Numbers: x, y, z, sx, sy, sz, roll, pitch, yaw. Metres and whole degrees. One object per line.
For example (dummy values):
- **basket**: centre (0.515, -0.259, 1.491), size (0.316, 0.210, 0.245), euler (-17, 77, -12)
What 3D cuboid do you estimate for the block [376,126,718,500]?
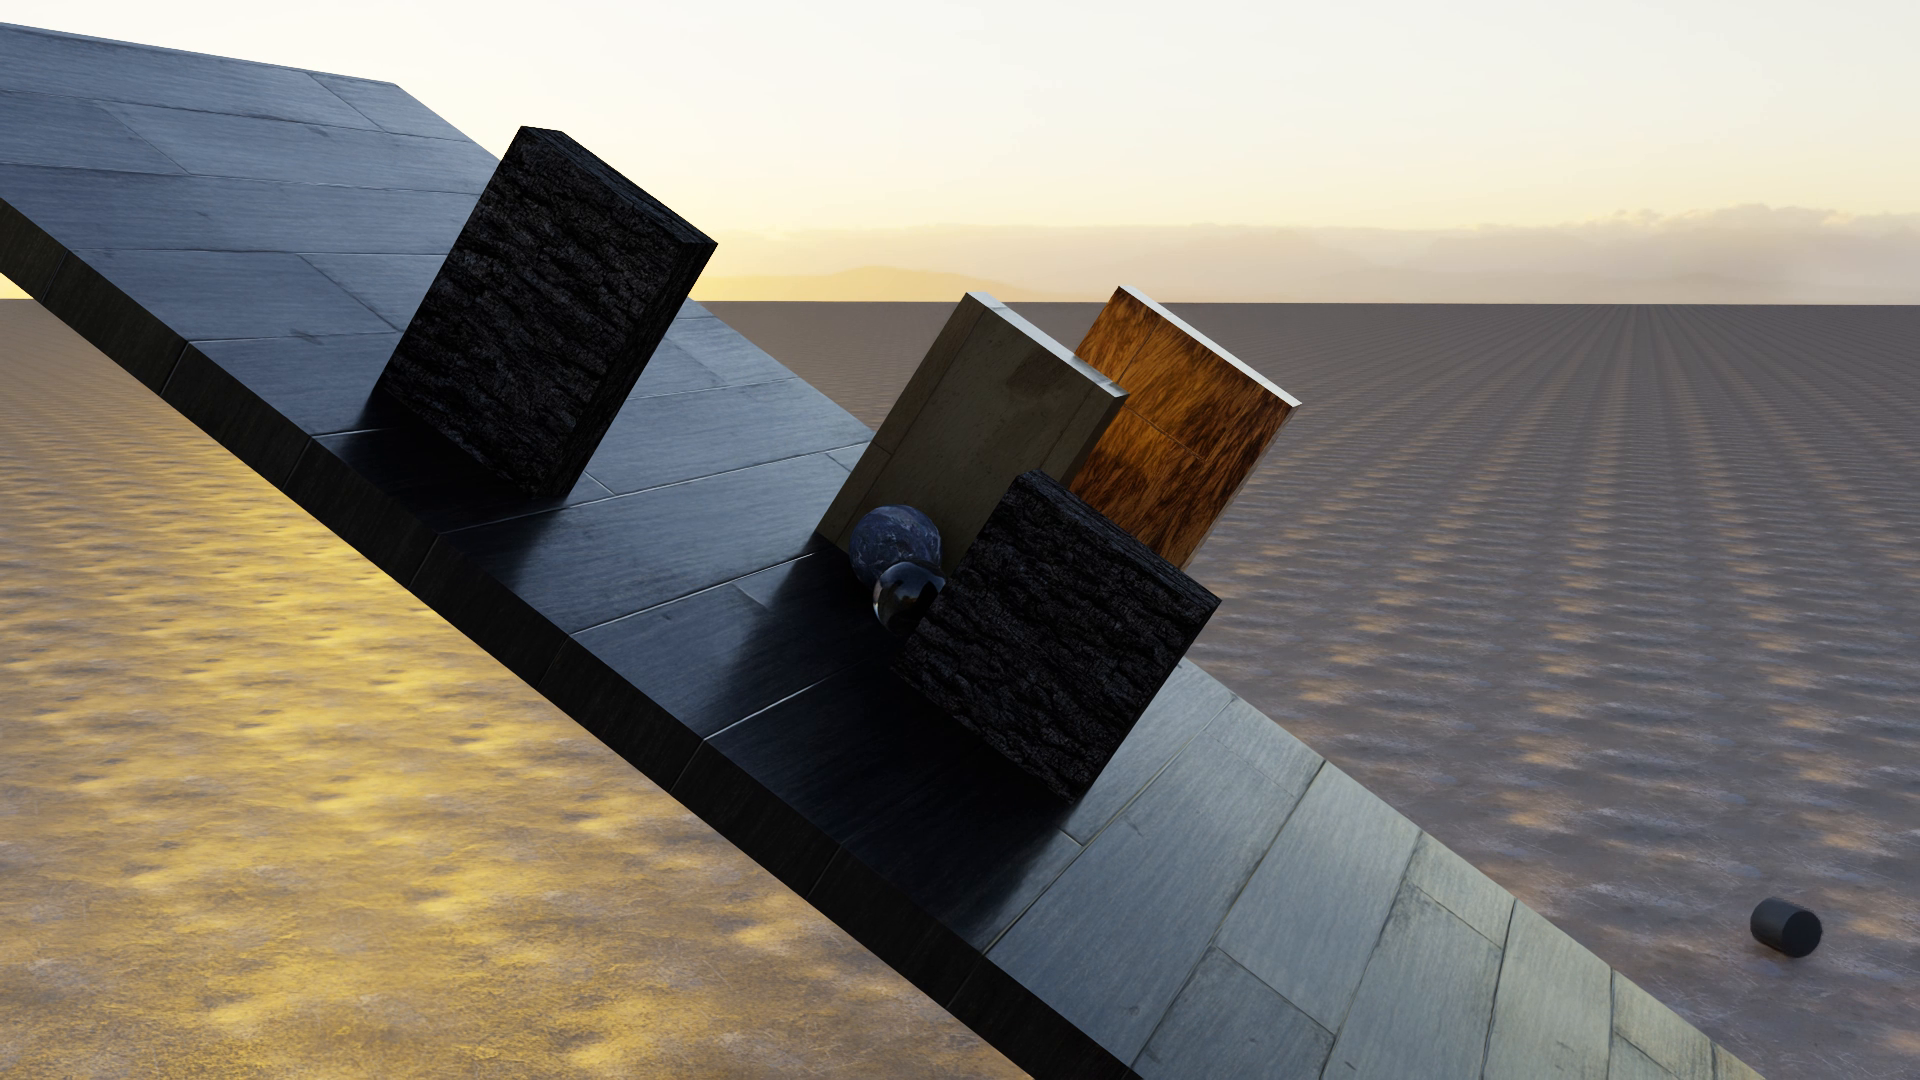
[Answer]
- **block**: centre (-0.671, -0.367, 3.568), size (0.332, 0.493, 0.139), euler (36, 15, 10)

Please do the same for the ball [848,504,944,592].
- **ball**: centre (-0.120, 0.021, 4.099), size (0.176, 0.176, 0.176), euler (0, 7, 0)

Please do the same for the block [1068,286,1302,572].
- **block**: centre (0.355, -0.150, 4.695), size (0.443, 0.644, 0.125), euler (36, 15, 10)

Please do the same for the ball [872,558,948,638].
- **ball**: centre (-0.085, 0.105, 3.966), size (0.147, 0.147, 0.147), euler (0, 7, 0)

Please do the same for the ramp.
- **ramp**: centre (-0.115, 0.197, 4.094), size (4.000, 0.100, 2.000), euler (36, 15, 10)

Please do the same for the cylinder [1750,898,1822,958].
- **cylinder**: centre (2.261, 1.061, 6.022), size (0.130, 0.130, 0.130), euler (-2, 7, -18)

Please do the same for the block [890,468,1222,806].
- **block**: centre (0.164, 0.163, 3.788), size (0.393, 0.411, 0.145), euler (36, 15, 10)

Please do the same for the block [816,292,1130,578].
- **block**: centre (0.021, -0.148, 4.195), size (0.344, 0.548, 0.127), euler (36, 15, 10)
